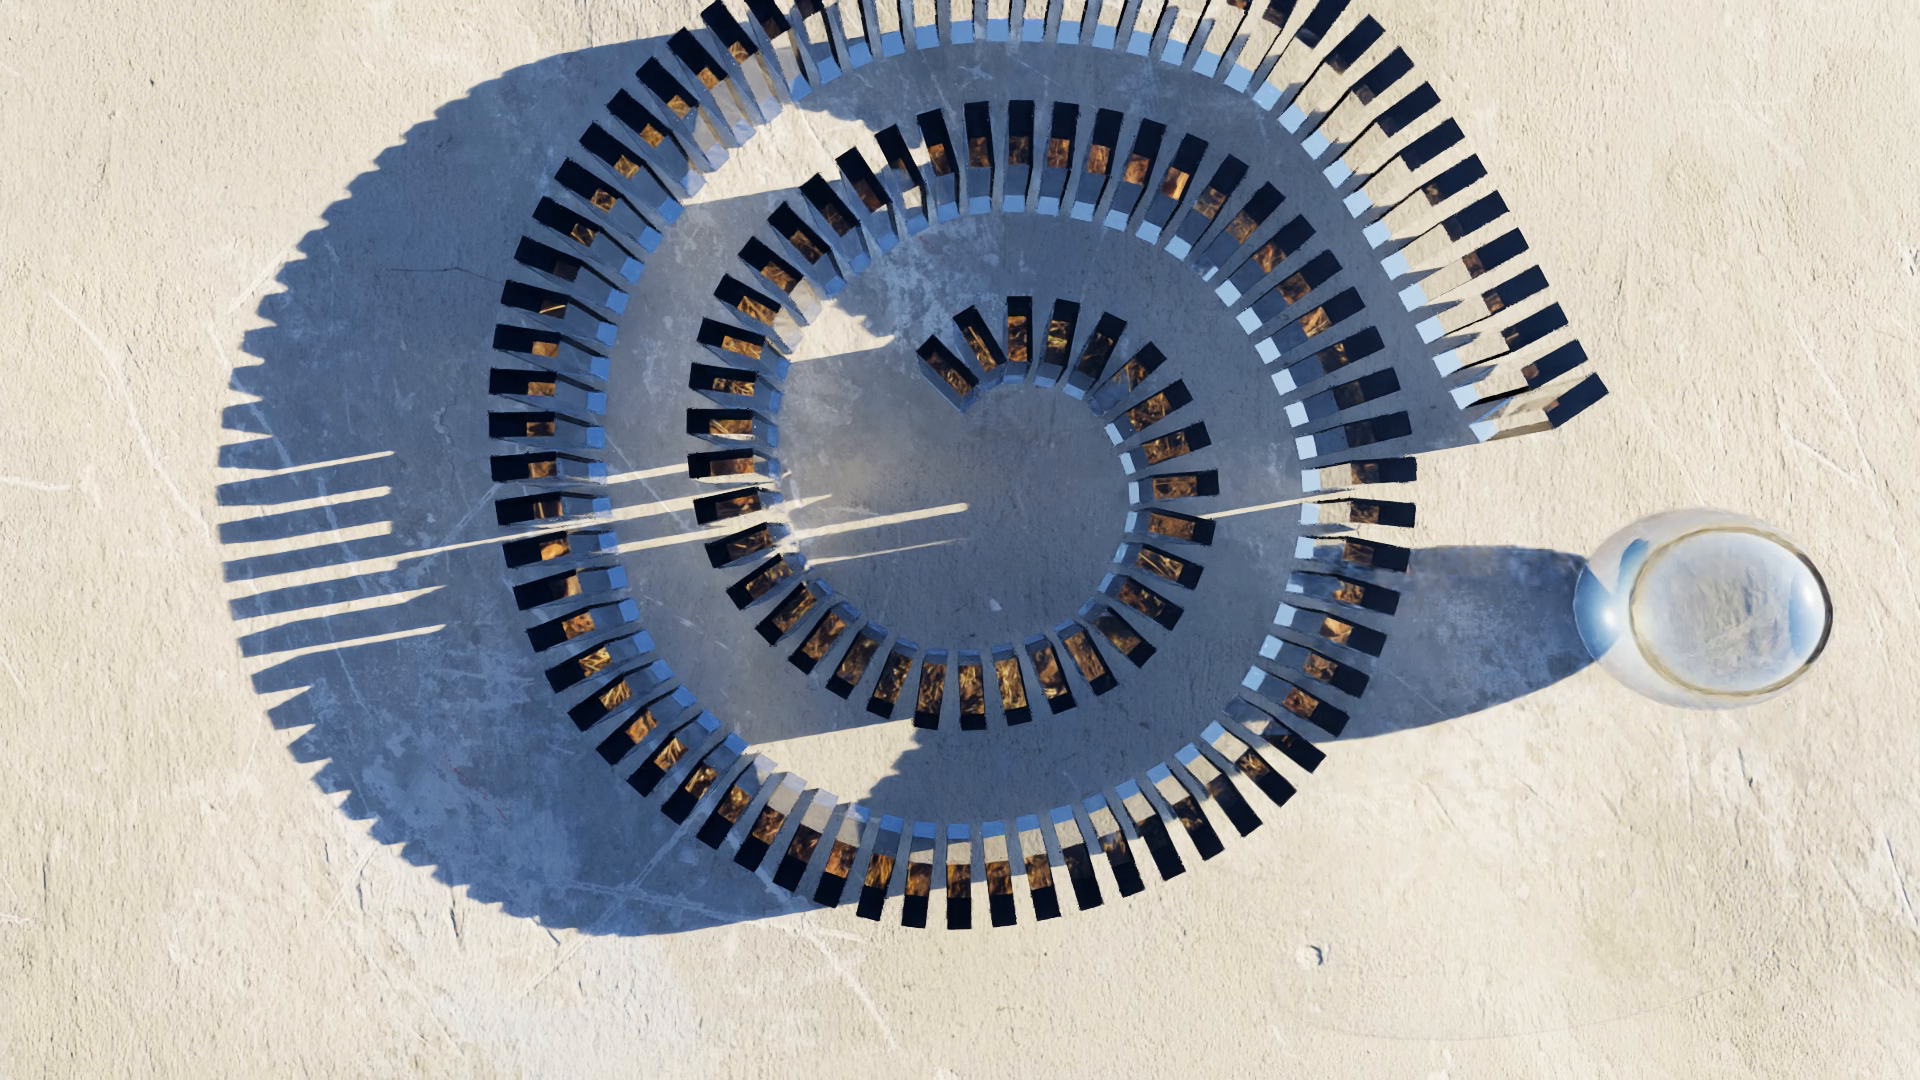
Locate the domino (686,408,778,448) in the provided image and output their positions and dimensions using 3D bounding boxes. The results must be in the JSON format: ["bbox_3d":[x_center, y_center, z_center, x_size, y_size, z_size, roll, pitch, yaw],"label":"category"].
[{"bbox_3d":[-0.092,-0.045,0.375,0.025,0.050,0.009,1,90,0],"label":"domino"}]

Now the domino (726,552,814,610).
[{"bbox_3d":[-0.077,0.016,0.375,0.025,0.050,0.009,-35,90,0],"label":"domino"}]

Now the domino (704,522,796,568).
[{"bbox_3d":[-0.084,0.002,0.375,0.025,0.050,0.010,-22,90,0],"label":"domino"}]

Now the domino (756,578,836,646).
[{"bbox_3d":[-0.066,0.028,0.375,0.025,0.050,0.009,-45,90,0],"label":"domino"}]

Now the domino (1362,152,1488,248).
[{"bbox_3d":[0.189,-0.138,0.375,0.025,0.050,0.010,-31,90,0],"label":"domino"}]

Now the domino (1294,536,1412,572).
[{"bbox_3d":[0.159,0.005,0.375,0.025,0.050,0.009,11,90,0],"label":"domino"}]

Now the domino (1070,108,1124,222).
[{"bbox_3d":[0.055,-0.152,0.375,0.009,0.050,0.025,12,90,0],"label":"domino"}]

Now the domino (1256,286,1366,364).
[{"bbox_3d":[0.142,-0.087,0.375,0.025,0.050,0.010,-30,90,0],"label":"domino"}]

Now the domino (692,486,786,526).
[{"bbox_3d":[-0.089,-0.013,0.375,0.025,0.050,0.009,-12,90,0],"label":"domino"}]

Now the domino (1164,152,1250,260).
[{"bbox_3d":[0.100,-0.135,0.375,0.010,0.050,0.025,33,90,0],"label":"domino"}]

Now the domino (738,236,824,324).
[{"bbox_3d":[-0.072,-0.105,0.375,0.025,0.050,0.010,38,90,0],"label":"domino"}]

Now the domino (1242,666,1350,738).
[{"bbox_3d":[0.136,0.065,0.375,0.025,0.050,0.010,31,90,0],"label":"domino"}]

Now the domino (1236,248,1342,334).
[{"bbox_3d":[0.133,-0.101,0.375,0.025,0.050,0.009,-35,90,0],"label":"domino"}]

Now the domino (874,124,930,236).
[{"bbox_3d":[-0.023,-0.146,0.375,0.010,0.050,0.025,-27,90,0],"label":"domino"}]

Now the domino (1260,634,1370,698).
[{"bbox_3d":[0.144,0.051,0.375,0.025,0.050,0.009,26,90,0],"label":"domino"}]

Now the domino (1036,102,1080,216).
[{"bbox_3d":[0.039,-0.155,0.375,0.009,0.050,0.025,6,90,0],"label":"domino"}]

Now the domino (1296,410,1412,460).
[{"bbox_3d":[0.160,-0.042,0.375,0.025,0.050,0.009,-12,90,0],"label":"domino"}]

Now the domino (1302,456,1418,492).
[{"bbox_3d":[0.162,-0.026,0.375,0.025,0.050,0.010,-3,90,0],"label":"domino"}]

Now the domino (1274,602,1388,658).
[{"bbox_3d":[0.150,0.036,0.375,0.025,0.050,0.009,21,90,0],"label":"domino"}]

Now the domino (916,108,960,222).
[{"bbox_3d":[-0.008,-0.152,0.375,0.010,0.050,0.025,-17,90,0],"label":"domino"}]

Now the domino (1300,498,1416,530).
[{"bbox_3d":[0.162,-0.010,0.375,0.025,0.050,0.009,5,90,0],"label":"domino"}]

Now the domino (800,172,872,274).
[{"bbox_3d":[-0.050,-0.128,0.375,0.009,0.050,0.025,-40,90,0],"label":"domino"}]

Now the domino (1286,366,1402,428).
[{"bbox_3d":[0.155,-0.058,0.375,0.025,0.050,0.010,-19,90,0],"label":"domino"}]

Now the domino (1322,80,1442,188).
[{"bbox_3d":[0.171,-0.164,0.375,0.025,0.050,0.009,-36,90,0],"label":"domino"}]

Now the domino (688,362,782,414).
[{"bbox_3d":[-0.091,-0.061,0.375,0.025,0.050,0.010,8,90,0],"label":"domino"}]

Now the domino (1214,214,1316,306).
[{"bbox_3d":[0.124,-0.113,0.375,0.025,0.050,0.009,-40,90,0],"label":"domino"}]

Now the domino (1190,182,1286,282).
[{"bbox_3d":[0.113,-0.125,0.375,0.010,0.050,0.025,43,90,0],"label":"domino"}]

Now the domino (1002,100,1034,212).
[{"bbox_3d":[0.023,-0.156,0.375,0.009,0.050,0.025,1,90,0],"label":"domino"}]

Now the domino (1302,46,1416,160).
[{"bbox_3d":[0.161,-0.177,0.375,0.025,0.050,0.009,-39,90,0],"label":"domino"}]

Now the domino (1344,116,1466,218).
[{"bbox_3d":[0.180,-0.151,0.375,0.025,0.050,0.009,-33,90,0],"label":"domino"}]

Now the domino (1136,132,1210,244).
[{"bbox_3d":[0.086,-0.142,0.375,0.009,0.050,0.025,24,90,0],"label":"domino"}]

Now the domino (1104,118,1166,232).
[{"bbox_3d":[0.071,-0.148,0.375,0.009,0.050,0.025,17,90,0],"label":"domino"}]

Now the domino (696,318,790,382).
[{"bbox_3d":[-0.087,-0.077,0.375,0.025,0.050,0.010,17,90,0],"label":"domino"}]

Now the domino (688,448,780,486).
[{"bbox_3d":[-0.091,-0.029,0.375,0.025,0.050,0.010,-5,90,0],"label":"domino"}]

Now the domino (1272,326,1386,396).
[{"bbox_3d":[0.149,-0.073,0.375,0.025,0.050,0.009,-25,90,0],"label":"domino"}]

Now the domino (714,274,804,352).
[{"bbox_3d":[-0.081,-0.092,0.375,0.025,0.050,0.009,29,90,0],"label":"domino"}]

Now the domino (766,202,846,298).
[{"bbox_3d":[-0.062,-0.117,0.375,0.025,0.050,0.009,44,90,0],"label":"domino"}]

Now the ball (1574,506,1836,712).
[{"bbox_3d":[0.289,0.027,0.360,0.080,0.080,0.080,0,90,0],"label":"ball"}]

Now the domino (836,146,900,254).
[{"bbox_3d":[-0.037,-0.138,0.375,0.010,0.050,0.025,-34,90,0],"label":"domino"}]

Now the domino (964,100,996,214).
[{"bbox_3d":[0.007,-0.155,0.375,0.010,0.050,0.025,-6,90,0],"label":"domino"}]

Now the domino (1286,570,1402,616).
[{"bbox_3d":[0.155,0.021,0.375,0.025,0.050,0.009,16,90,0],"label":"domino"}]
